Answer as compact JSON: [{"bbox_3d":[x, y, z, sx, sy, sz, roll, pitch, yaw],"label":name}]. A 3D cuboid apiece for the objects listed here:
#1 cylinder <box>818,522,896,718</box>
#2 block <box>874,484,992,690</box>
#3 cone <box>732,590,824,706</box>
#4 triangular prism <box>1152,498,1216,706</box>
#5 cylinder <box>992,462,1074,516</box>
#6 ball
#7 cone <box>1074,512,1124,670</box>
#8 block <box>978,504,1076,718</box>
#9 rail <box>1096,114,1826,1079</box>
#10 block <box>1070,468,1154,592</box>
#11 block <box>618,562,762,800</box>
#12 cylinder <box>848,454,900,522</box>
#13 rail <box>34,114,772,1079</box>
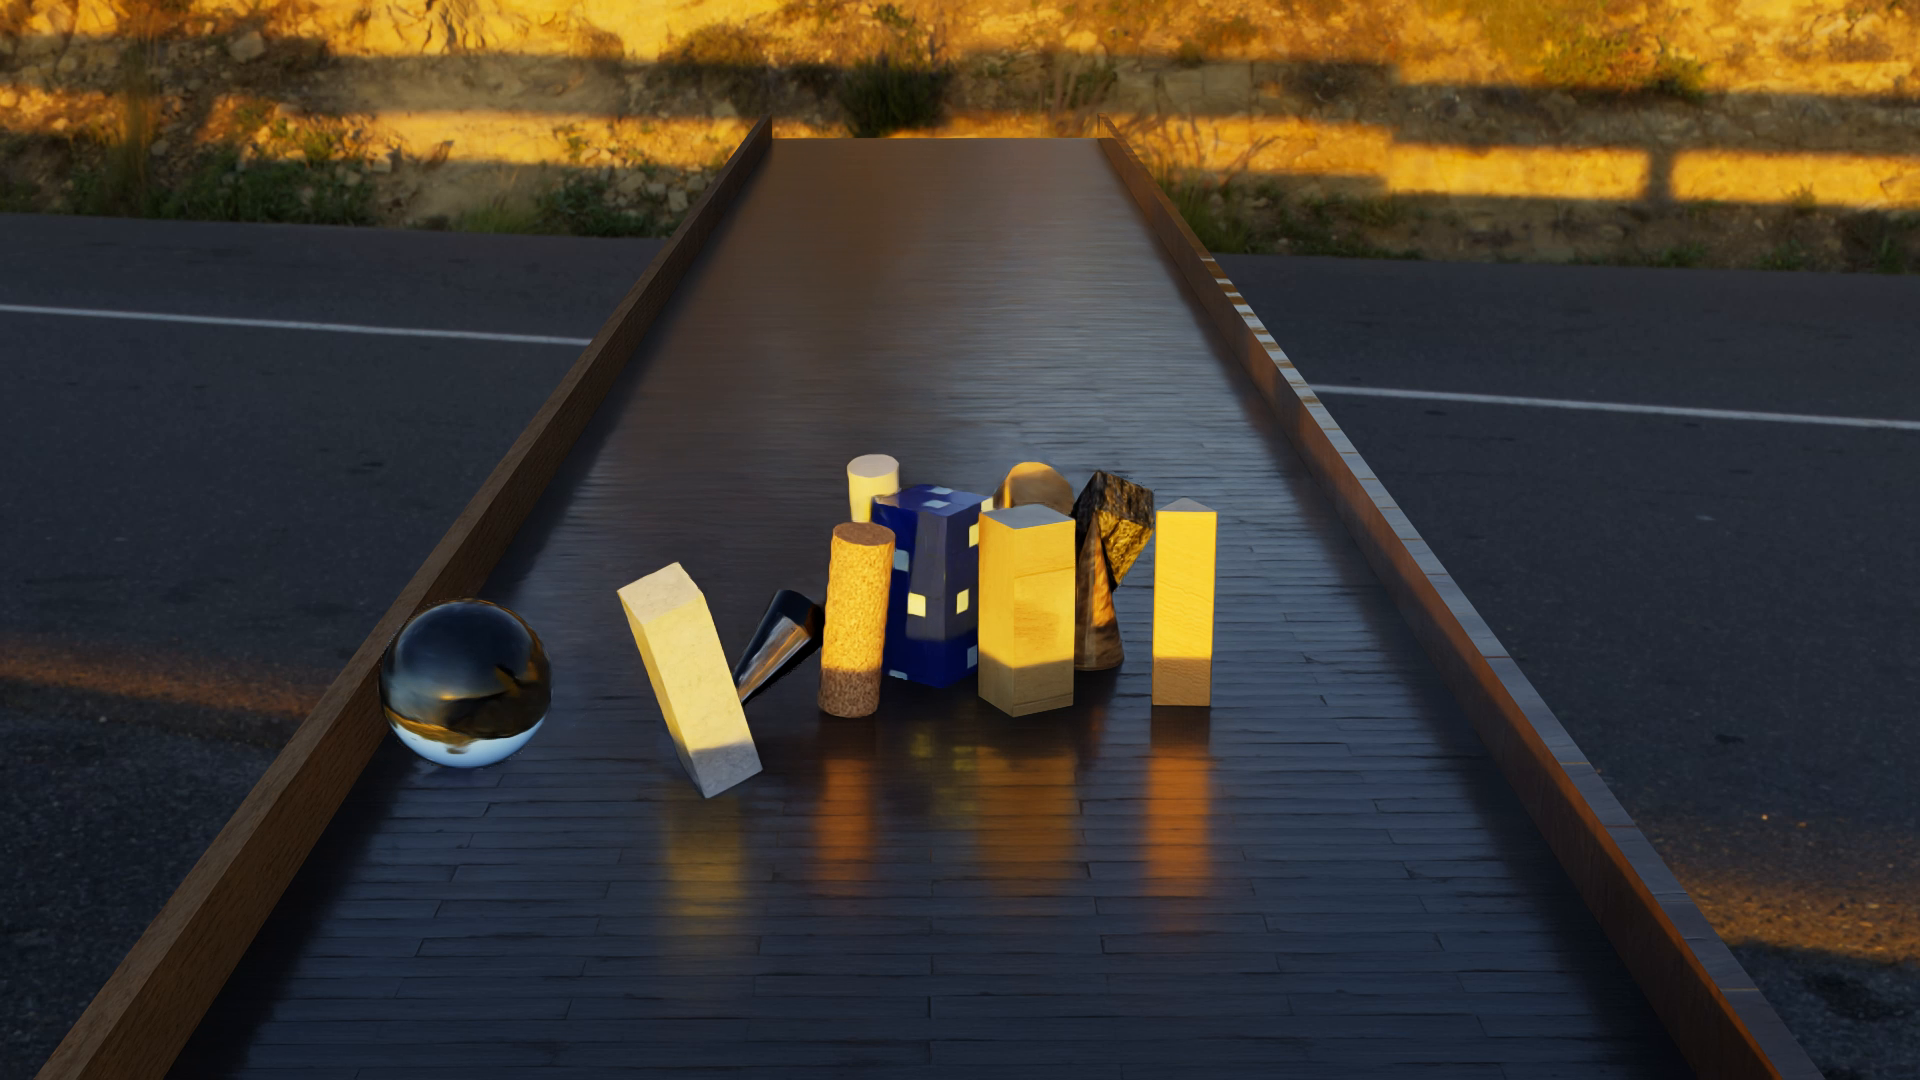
[{"bbox_3d":[-0.194,0.149,4.091,0.115,0.349,0.115,6,22,-2],"label":"cylinder"},{"bbox_3d":[-0.054,0.088,4.313,0.167,0.348,0.167,12,20,31],"label":"block"},{"bbox_3d":[-0.389,0.256,4.082,0.137,0.137,0.340,12,49,35],"label":"cone"},{"bbox_3d":[0.422,0.116,4.166,0.110,0.382,0.095,1,17,3],"label":"triangular prism"},{"bbox_3d":[0.092,0.006,4.548,0.148,0.369,0.148,14,50,-18],"label":"cylinder"},{"bbox_3d":[-0.865,0.252,3.858,0.298,0.298,0.298,0,17,0],"label":"ball"},{"bbox_3d":[0.259,0.086,4.372,0.155,0.310,0.155,2,22,-1],"label":"cone"},{"bbox_3d":[0.125,0.131,4.145,0.132,0.366,0.132,-9,19,-28],"label":"block"},{"bbox_3d":[0.932,-0.844,7.801,0.050,0.150,12.000,0,17,-1],"label":"rail"},{"bbox_3d":[0.262,0.031,4.472,0.127,0.325,0.127,21,38,-14],"label":"block"},{"bbox_3d":[-0.447,0.238,3.668,0.109,0.405,0.109,-27,41,-16],"label":"block"},{"bbox_3d":[-0.162,0.030,4.396,0.100,0.403,0.100,-2,29,1],"label":"cylinder"},{"bbox_3d":[-1.118,-0.838,7.780,0.050,0.150,12.000,0,17,-1],"label":"rail"}]
